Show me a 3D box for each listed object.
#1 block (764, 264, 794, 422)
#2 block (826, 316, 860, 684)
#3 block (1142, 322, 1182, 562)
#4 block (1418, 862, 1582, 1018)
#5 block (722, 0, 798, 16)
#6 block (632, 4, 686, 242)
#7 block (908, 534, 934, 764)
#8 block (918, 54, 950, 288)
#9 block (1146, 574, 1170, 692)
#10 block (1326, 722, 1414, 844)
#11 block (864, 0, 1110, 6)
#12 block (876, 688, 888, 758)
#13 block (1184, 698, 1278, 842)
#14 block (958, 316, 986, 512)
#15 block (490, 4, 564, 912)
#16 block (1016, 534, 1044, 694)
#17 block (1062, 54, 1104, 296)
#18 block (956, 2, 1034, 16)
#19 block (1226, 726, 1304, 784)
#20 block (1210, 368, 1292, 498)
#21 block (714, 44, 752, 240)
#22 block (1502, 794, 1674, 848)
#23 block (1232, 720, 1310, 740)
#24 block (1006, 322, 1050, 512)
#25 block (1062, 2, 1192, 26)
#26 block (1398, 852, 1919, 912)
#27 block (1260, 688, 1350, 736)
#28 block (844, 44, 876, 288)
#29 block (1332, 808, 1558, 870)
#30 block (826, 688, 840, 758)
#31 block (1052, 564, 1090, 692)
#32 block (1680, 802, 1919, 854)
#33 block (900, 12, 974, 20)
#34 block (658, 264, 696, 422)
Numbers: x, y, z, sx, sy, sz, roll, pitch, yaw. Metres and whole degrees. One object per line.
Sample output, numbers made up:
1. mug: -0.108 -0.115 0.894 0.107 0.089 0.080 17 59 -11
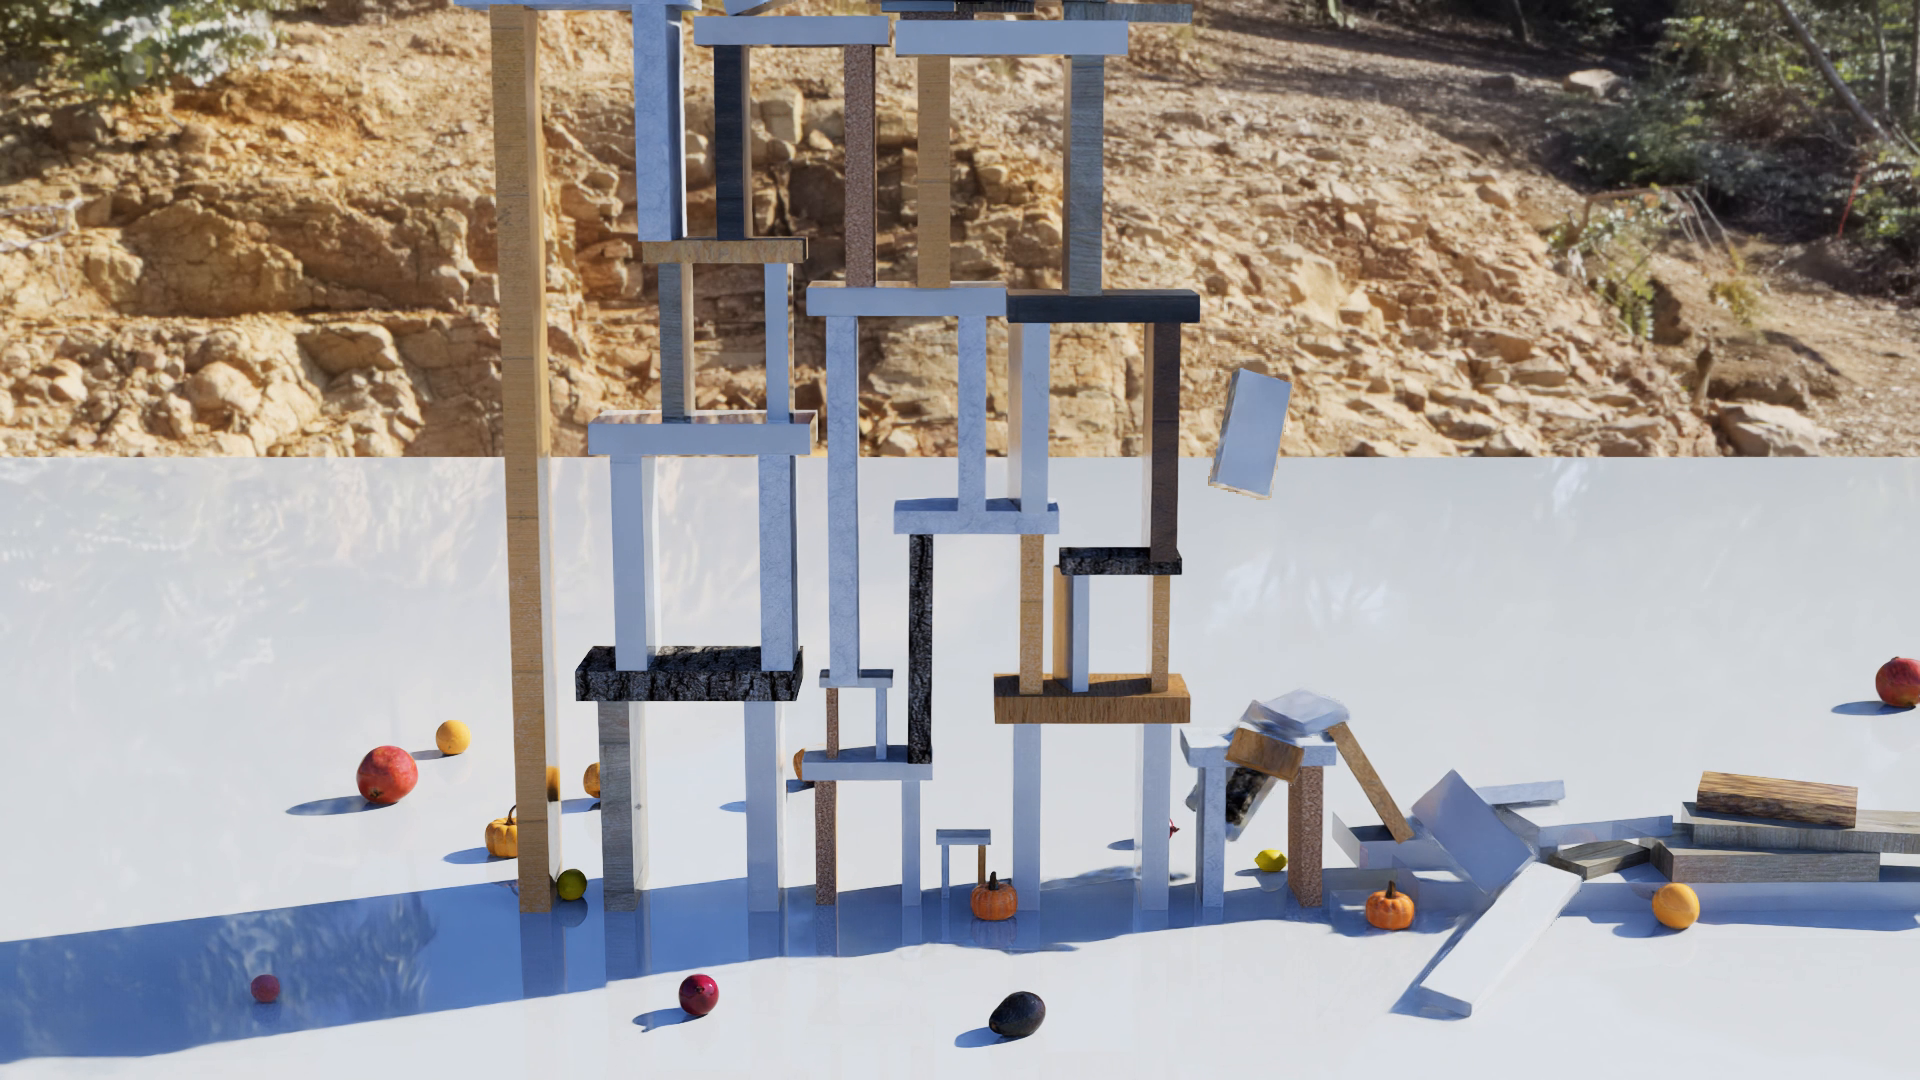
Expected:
1. block: -0.287 -0.319 3.502 0.035 0.248 0.124 0 11 0
2. block: -0.187 -0.072 3.545 0.044 0.589 0.155 0 11 -1
3. block: 0.322 -0.166 3.532 0.042 0.379 0.149 0 11 -1
4. block: 0.835 0.605 3.375 0.081 0.023 0.505 16 22 29
5. block: -0.215 -0.880 3.411 0.306 0.043 0.153 -18 10 4
6. block: -0.468 -0.650 3.438 0.050 0.355 0.177 0 11 1
7. block: -0.064 0.165 3.593 0.037 0.379 0.131 1 11 0
8. block: -0.041 -0.578 3.448 0.050 0.353 0.176 0 11 -1
9. block: 0.323 0.142 3.588 0.027 0.193 0.096 0 11 -1
10. block: 0.674 0.391 3.652 0.031 0.221 0.111 -32 10 4
11. block: 0.039 -0.855 3.406 0.373 0.043 0.153 1 10 -1
12. block: -0.129 0.293 3.610 0.017 0.120 0.060 0 11 -1
13. block: 0.490 0.396 3.783 0.031 0.221 0.111 22 14 -49
14. block: 0.019 -0.210 3.519 0.044 0.310 0.155 0 11 0
15. block: -0.693 -0.117 3.535 0.050 1.439 0.177 0 11 -4
16. block: 0.114 0.108 3.581 0.037 0.263 0.131 0 11 -1
17. block: 0.192 -0.573 3.454 0.050 0.365 0.176 0 11 -1
18. block: 0.055 -0.826 3.414 0.121 0.016 0.057 1 10 1
19. block: 0.491 0.345 3.536 0.113 0.016 0.057 19 58 11
20. block: 0.489 -0.180 3.694 0.099 0.197 0.028 14 -6 -18
21. block: -0.355 -0.621 3.443 0.042 0.296 0.148 0 11 0
22. block: 1.052 0.470 3.692 0.248 0.035 0.124 -3 11 -15
23. block: 0.511 0.313 3.617 0.113 0.016 0.057 -2 11 -12
24. block: 0.109 -0.203 3.515 0.042 0.299 0.149 -1 11 -7
25. block: 0.257 -0.815 3.410 0.197 0.028 0.099 1 11 0
26. block: 1.244 0.566 3.668 0.995 0.048 0.170 0 11 0
27. block: 0.563 0.281 3.605 0.081 0.023 0.161 -20 12 -15
28. block: -0.155 -0.586 3.447 0.042 0.368 0.148 0 11 0
29. block: 0.821 0.504 3.738 0.339 0.048 0.170 -1 10 -6
30. block: -0.209 0.293 3.610 0.017 0.120 0.060 0 11 0
31. block: 0.180 0.143 3.584 0.027 0.193 0.096 -3 11 -17
32. block: 1.454 0.479 3.644 0.479 0.035 0.124 2 11 8
33. block: -0.036 -0.808 3.400 0.113 0.016 0.057 0 10 -2
34. block: -0.450 -0.319 3.500 0.035 0.248 0.124 0 11 1
